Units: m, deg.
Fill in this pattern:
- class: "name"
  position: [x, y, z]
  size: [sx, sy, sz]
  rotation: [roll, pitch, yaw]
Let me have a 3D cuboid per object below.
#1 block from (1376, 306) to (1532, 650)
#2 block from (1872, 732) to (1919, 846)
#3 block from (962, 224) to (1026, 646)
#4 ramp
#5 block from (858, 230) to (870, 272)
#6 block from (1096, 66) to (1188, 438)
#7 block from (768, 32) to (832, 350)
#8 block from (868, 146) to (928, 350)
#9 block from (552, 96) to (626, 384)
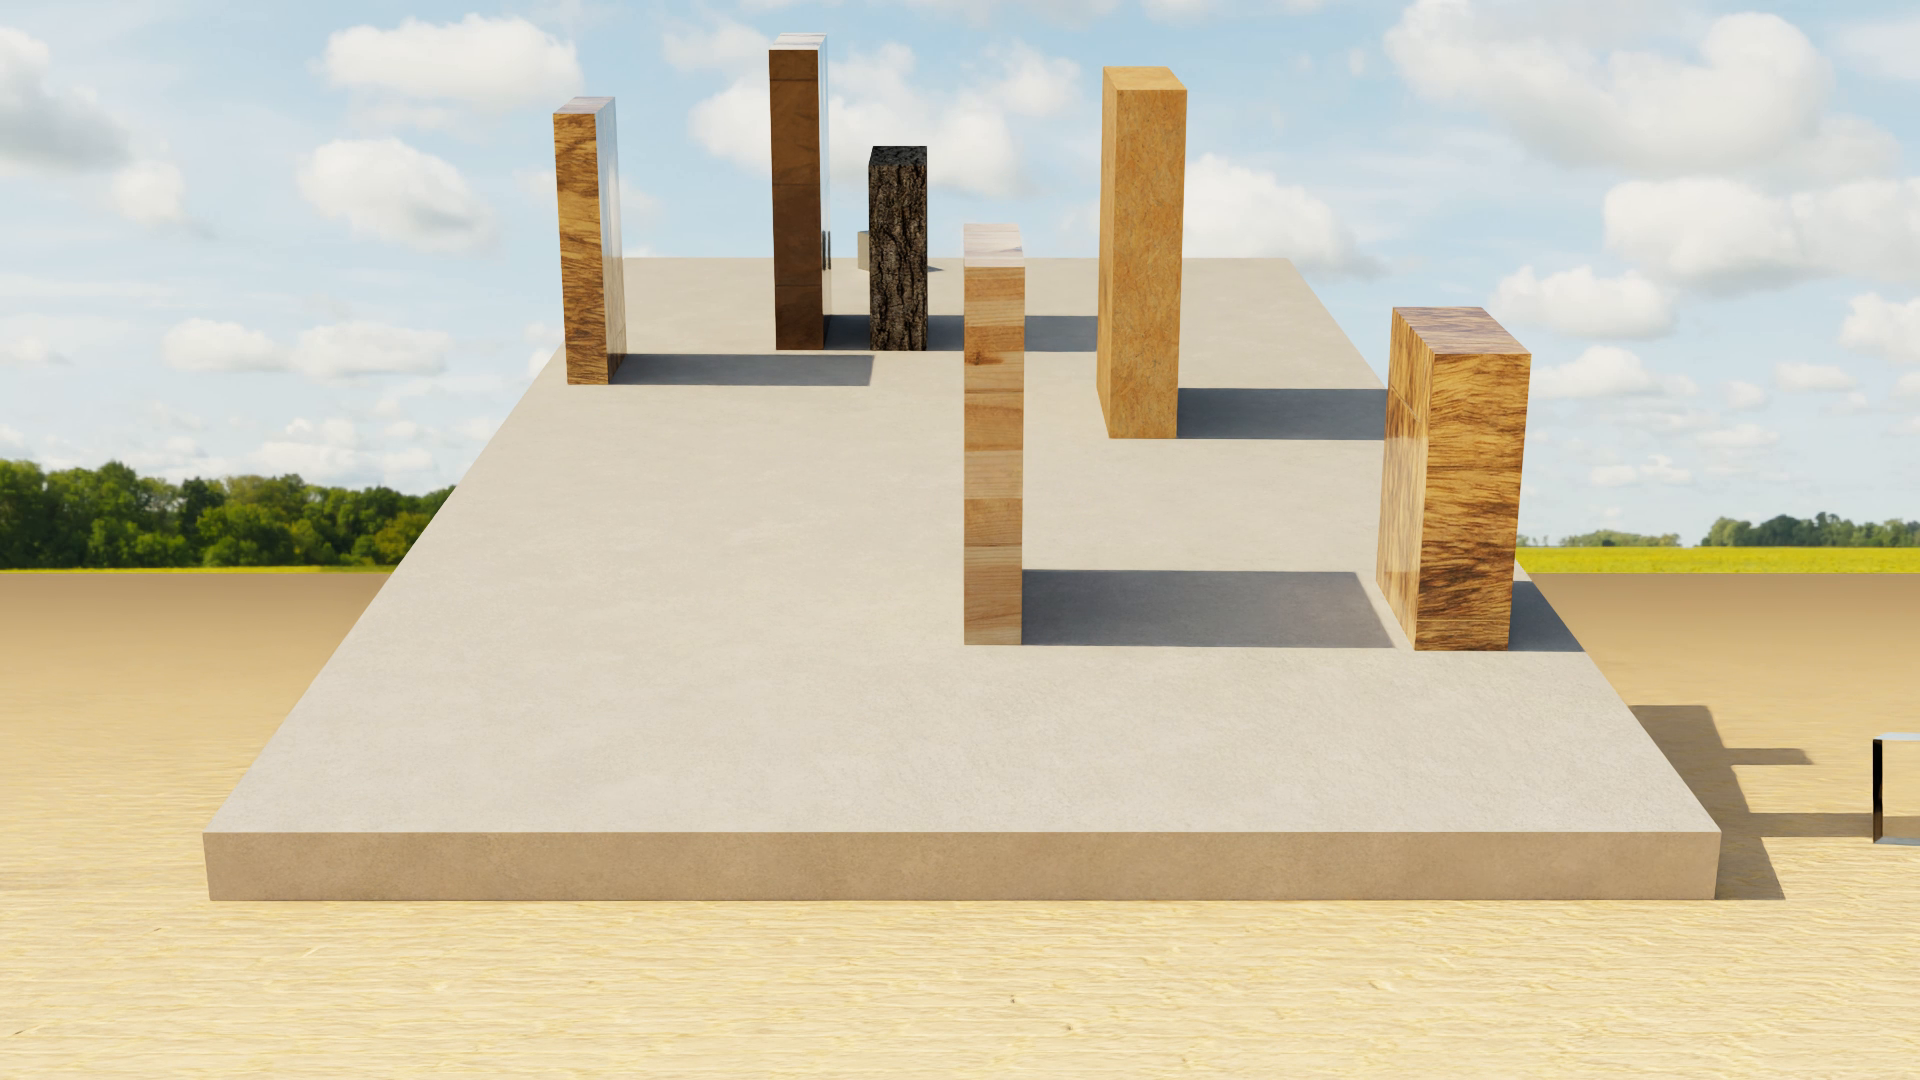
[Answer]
- class: "block"
  position: [0.802, -0.108, 3.672]
  size: [0.149, 0.487, 0.346]
  rotation: [0, 18, 0]
- class: "block"
  position: [1.577, 0.403, 3.616]
  size: [0.168, 0.168, 0.168]
  rotation: [0, -1, 30]
- class: "block"
  position: [0.052, -0.183, 3.691]
  size: [0.092, 0.617, 0.382]
  rotation: [0, 18, 0]
- class: "ramp"
  position: [-0.004, -0.186, 4.861]
  size: [2.000, 0.100, 4.000]
  rotation: [0, 18, 0]
- class: "block"
  position: [-0.224, -0.847, 6.555]
  size: [0.109, 0.109, 0.109]
  rotation: [-13, 22, -35]
- class: "block"
  position: [0.391, -0.637, 4.895]
  size: [0.144, 0.738, 0.448]
  rotation: [0, 18, 0]
- class: "block"
  position: [-0.400, -0.889, 5.667]
  size: [0.118, 0.737, 0.422]
  rotation: [0, 18, 0]
- class: "block"
  position: [-0.154, -0.743, 5.665]
  size: [0.140, 0.461, 0.340]
  rotation: [0, 18, 0]
- class: "block"
  position: [-0.872, -0.713, 5.297]
  size: [0.095, 0.629, 0.319]
  rotation: [0, 18, 0]
